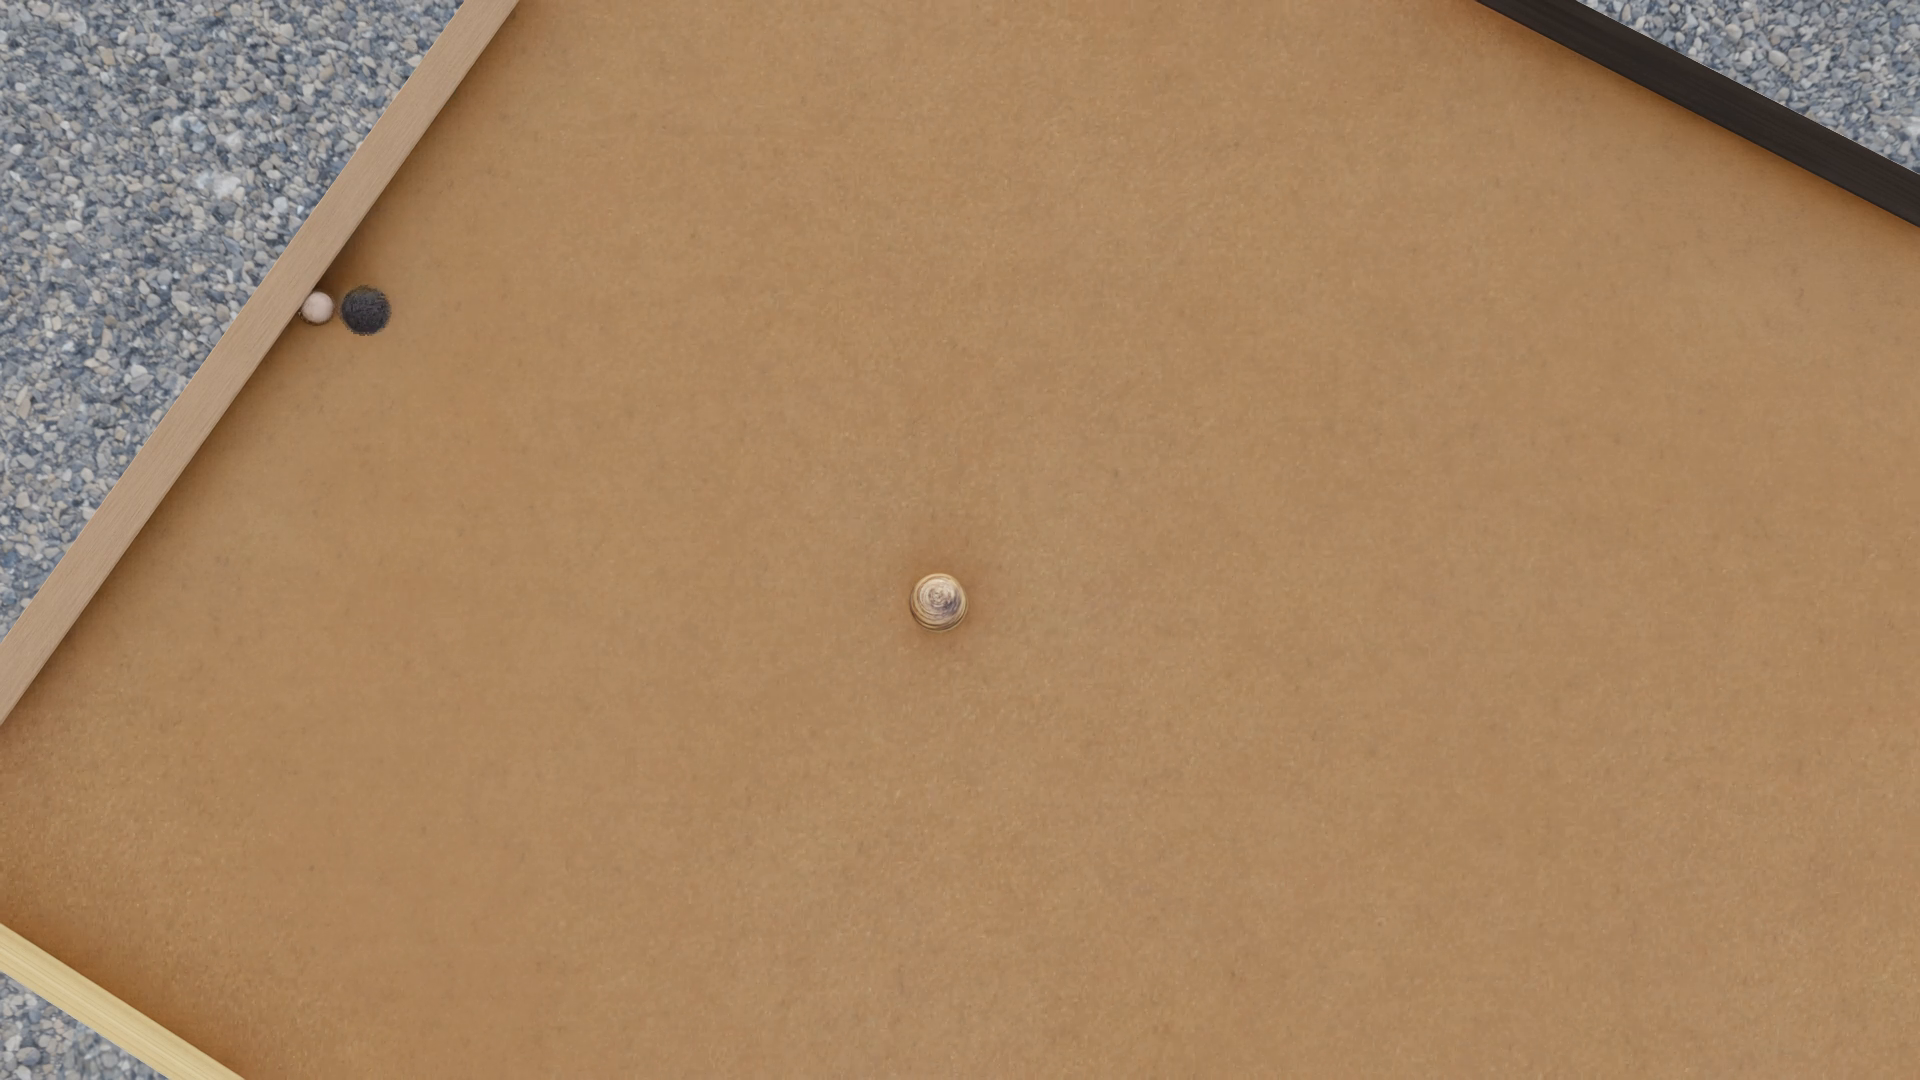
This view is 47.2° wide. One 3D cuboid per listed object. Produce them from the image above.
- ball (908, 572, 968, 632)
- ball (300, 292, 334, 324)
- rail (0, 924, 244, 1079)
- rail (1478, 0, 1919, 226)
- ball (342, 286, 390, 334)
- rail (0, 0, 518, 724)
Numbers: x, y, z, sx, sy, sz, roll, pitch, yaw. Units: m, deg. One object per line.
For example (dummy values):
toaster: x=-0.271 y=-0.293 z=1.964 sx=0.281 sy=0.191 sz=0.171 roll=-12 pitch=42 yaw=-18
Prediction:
ball: x=-0.032 y=0.095 z=3.318 sx=0.090 sy=0.090 sz=0.090 roll=0 pitch=75 yaw=0
ball: x=-1.014 y=-0.367 z=3.466 sx=0.050 sy=0.050 sz=0.050 roll=0 pitch=75 yaw=0
rail: x=0.345 y=1.561 z=2.899 sx=4.490 sy=0.117 sz=0.045 roll=30 pitch=77 yaw=8
rail: x=1.589 y=-0.475 z=3.460 sx=4.490 sy=0.117 sz=0.045 roll=30 pitch=77 yaw=8
ball: x=-0.932 y=-0.362 z=3.452 sx=0.074 sy=0.074 sz=0.074 roll=0 pitch=75 yaw=0
rail: x=-0.947 y=-0.544 z=3.479 sx=0.045 sy=0.117 sz=2.499 roll=30 pitch=77 yaw=8
